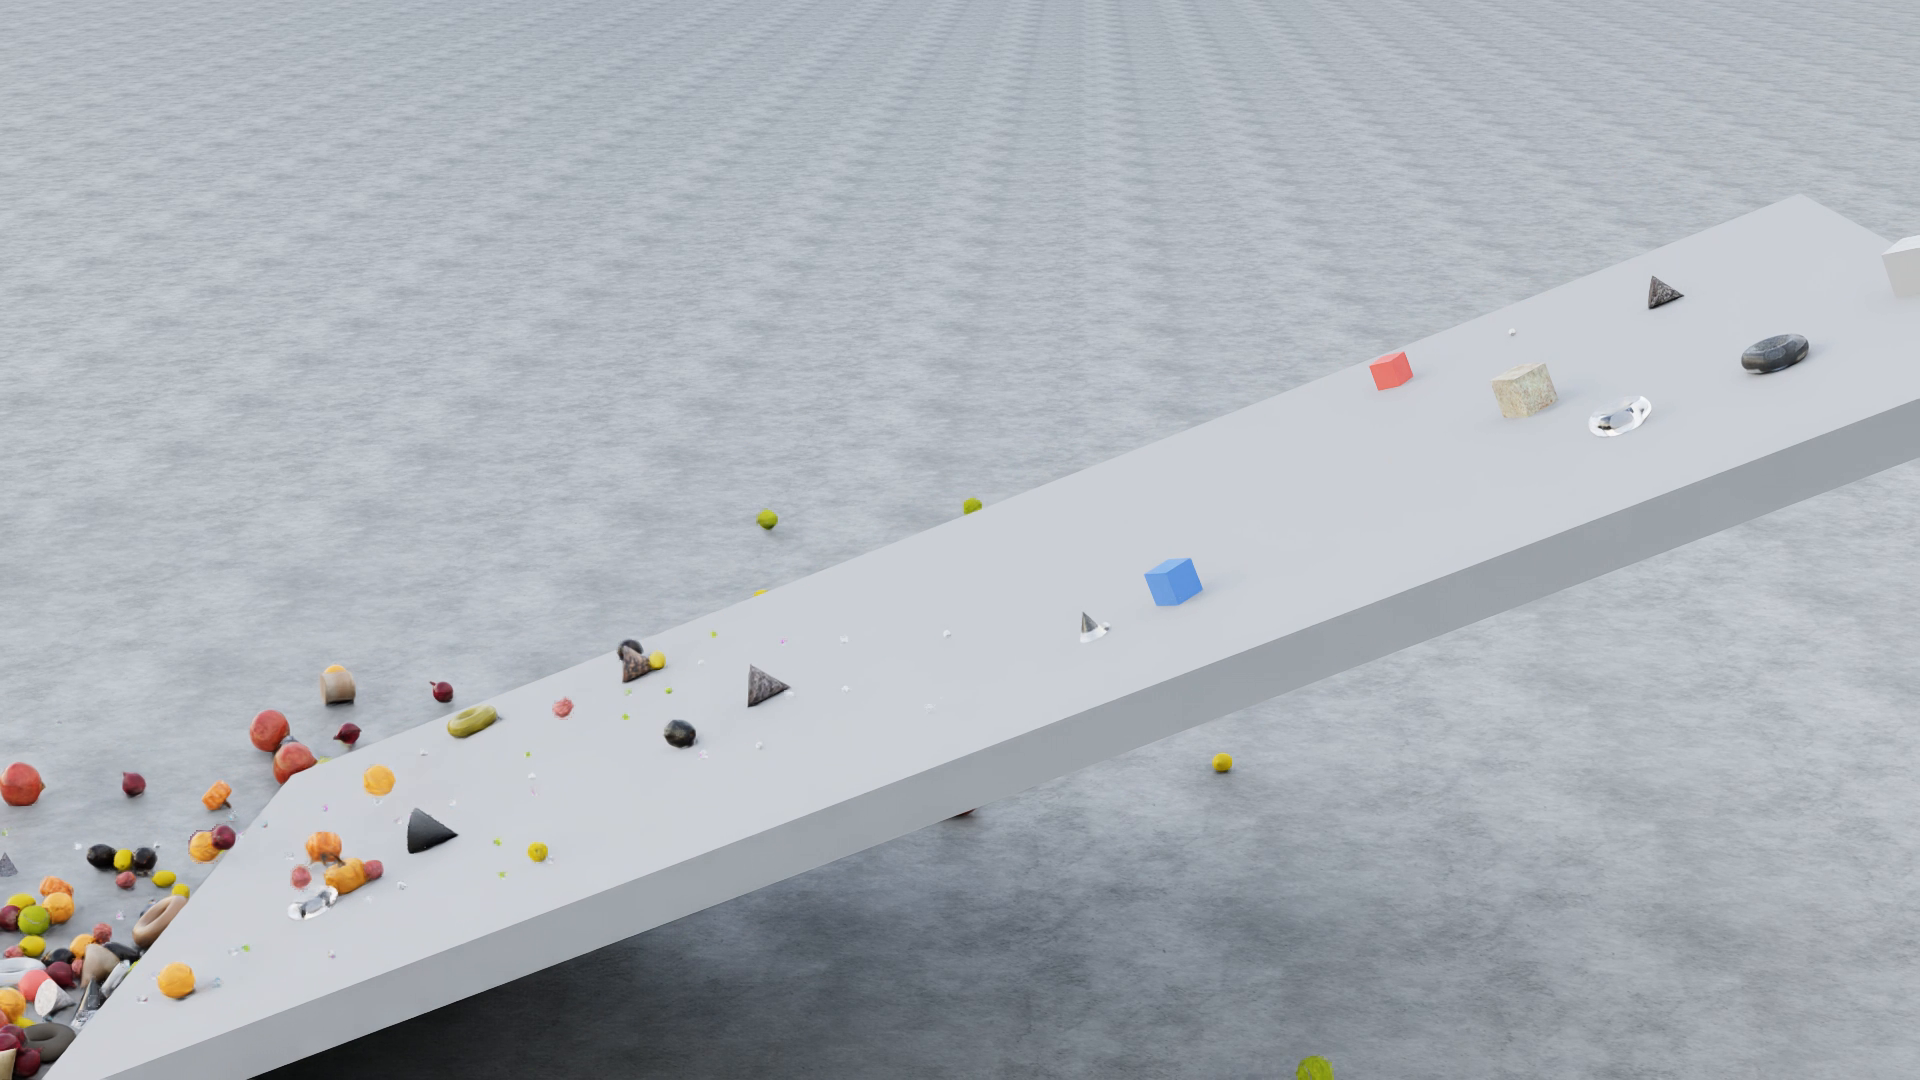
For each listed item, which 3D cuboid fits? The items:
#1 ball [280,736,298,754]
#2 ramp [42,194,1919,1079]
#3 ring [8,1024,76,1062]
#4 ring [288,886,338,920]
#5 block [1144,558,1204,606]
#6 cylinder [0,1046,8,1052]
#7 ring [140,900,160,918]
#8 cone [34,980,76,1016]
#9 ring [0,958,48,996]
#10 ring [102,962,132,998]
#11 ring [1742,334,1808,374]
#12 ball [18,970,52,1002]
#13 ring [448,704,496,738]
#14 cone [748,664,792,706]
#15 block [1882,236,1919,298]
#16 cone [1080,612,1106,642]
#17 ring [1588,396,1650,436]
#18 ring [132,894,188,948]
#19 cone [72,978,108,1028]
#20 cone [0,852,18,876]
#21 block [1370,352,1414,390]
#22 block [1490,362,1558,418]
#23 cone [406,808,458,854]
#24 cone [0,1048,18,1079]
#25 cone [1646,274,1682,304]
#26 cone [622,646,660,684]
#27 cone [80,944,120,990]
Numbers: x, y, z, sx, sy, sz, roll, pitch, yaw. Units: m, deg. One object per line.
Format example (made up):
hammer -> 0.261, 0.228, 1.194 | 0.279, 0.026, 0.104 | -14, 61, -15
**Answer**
ball -> -1.816, 0.556, 7.963 | 0.050, 0.050, 0.050 | 0, 14, 0
ramp -> 0.124, 0.173, 6.290 | 4.000, 0.100, 2.000 | -21, 12, 7
ring -> -1.886, 1.034, 6.046 | 0.135, 0.045, 0.135 | -1, 15, 0
ring -> -1.342, 0.753, 6.099 | 0.108, 0.036, 0.108 | -21, 13, 5
block -> 0.417, 0.082, 5.748 | 0.069, 0.069, 0.069 | -30, 14, -32
cylinder -> -1.952, 1.055, 5.936 | 0.055, 0.055, 0.055 | 4, 15, 16
ring -> -1.836, 0.858, 6.777 | 0.103, 0.034, 0.103 | -1, 14, 0
cone -> -1.917, 0.982, 6.274 | 0.078, 0.078, 0.078 | 14, -7, 43
ring -> -2.056, 0.948, 6.386 | 0.145, 0.048, 0.145 | -1, 13, 0
ring -> -1.812, 0.947, 6.307 | 0.033, 0.098, 0.098 | 32, 12, -7
ring -> 1.565, -0.358, 5.649 | 0.131, 0.044, 0.131 | -20, 13, 5
ball -> -1.982, 0.956, 6.305 | 0.070, 0.070, 0.070 | 0, 14, 0
ring -> -1.188, 0.440, 7.162 | 0.128, 0.043, 0.128 | -21, 13, 5
cone -> -0.407, 0.313, 6.302 | 0.092, 0.092, 0.092 | 3, 14, -6
block -> 1.878, -0.540, 5.754 | 0.092, 0.092, 0.092 | -9, 18, 48
cone -> 0.249, 0.163, 5.733 | 0.055, 0.055, 0.055 | -22, 12, 5
ring -> 1.271, -0.239, 5.665 | 0.124, 0.041, 0.124 | -24, 15, 7
ring -> -1.800, 0.859, 6.631 | 0.150, 0.050, 0.150 | -31, 21, 13
cone -> -1.827, 0.967, 6.203 | 0.099, 0.099, 0.099 | 0, 14, 0
cone -> -2.294, 0.775, 7.070 | 0.055, 0.055, 0.055 | 0, 14, 0
block -> 0.993, -0.389, 6.771 | 0.062, 0.062, 0.062 | -11, 17, 44
block -> 1.163, -0.309, 6.062 | 0.084, 0.084, 0.084 | -28, 13, -24
cone -> -1.110, 0.621, 6.232 | 0.098, 0.098, 0.098 | 6, 14, 4
cone -> -1.901, 1.037, 5.843 | 0.096, 0.096, 0.096 | 40, 21, -19
cone -> 1.560, -0.542, 6.482 | 0.074, 0.074, 0.074 | 22, 19, 12
cone -> -0.756, 0.298, 7.001 | 0.092, 0.092, 0.092 | 3, 13, -8
cone -> -1.889, 0.946, 6.403 | 0.094, 0.094, 0.094 | 6, 42, 24
